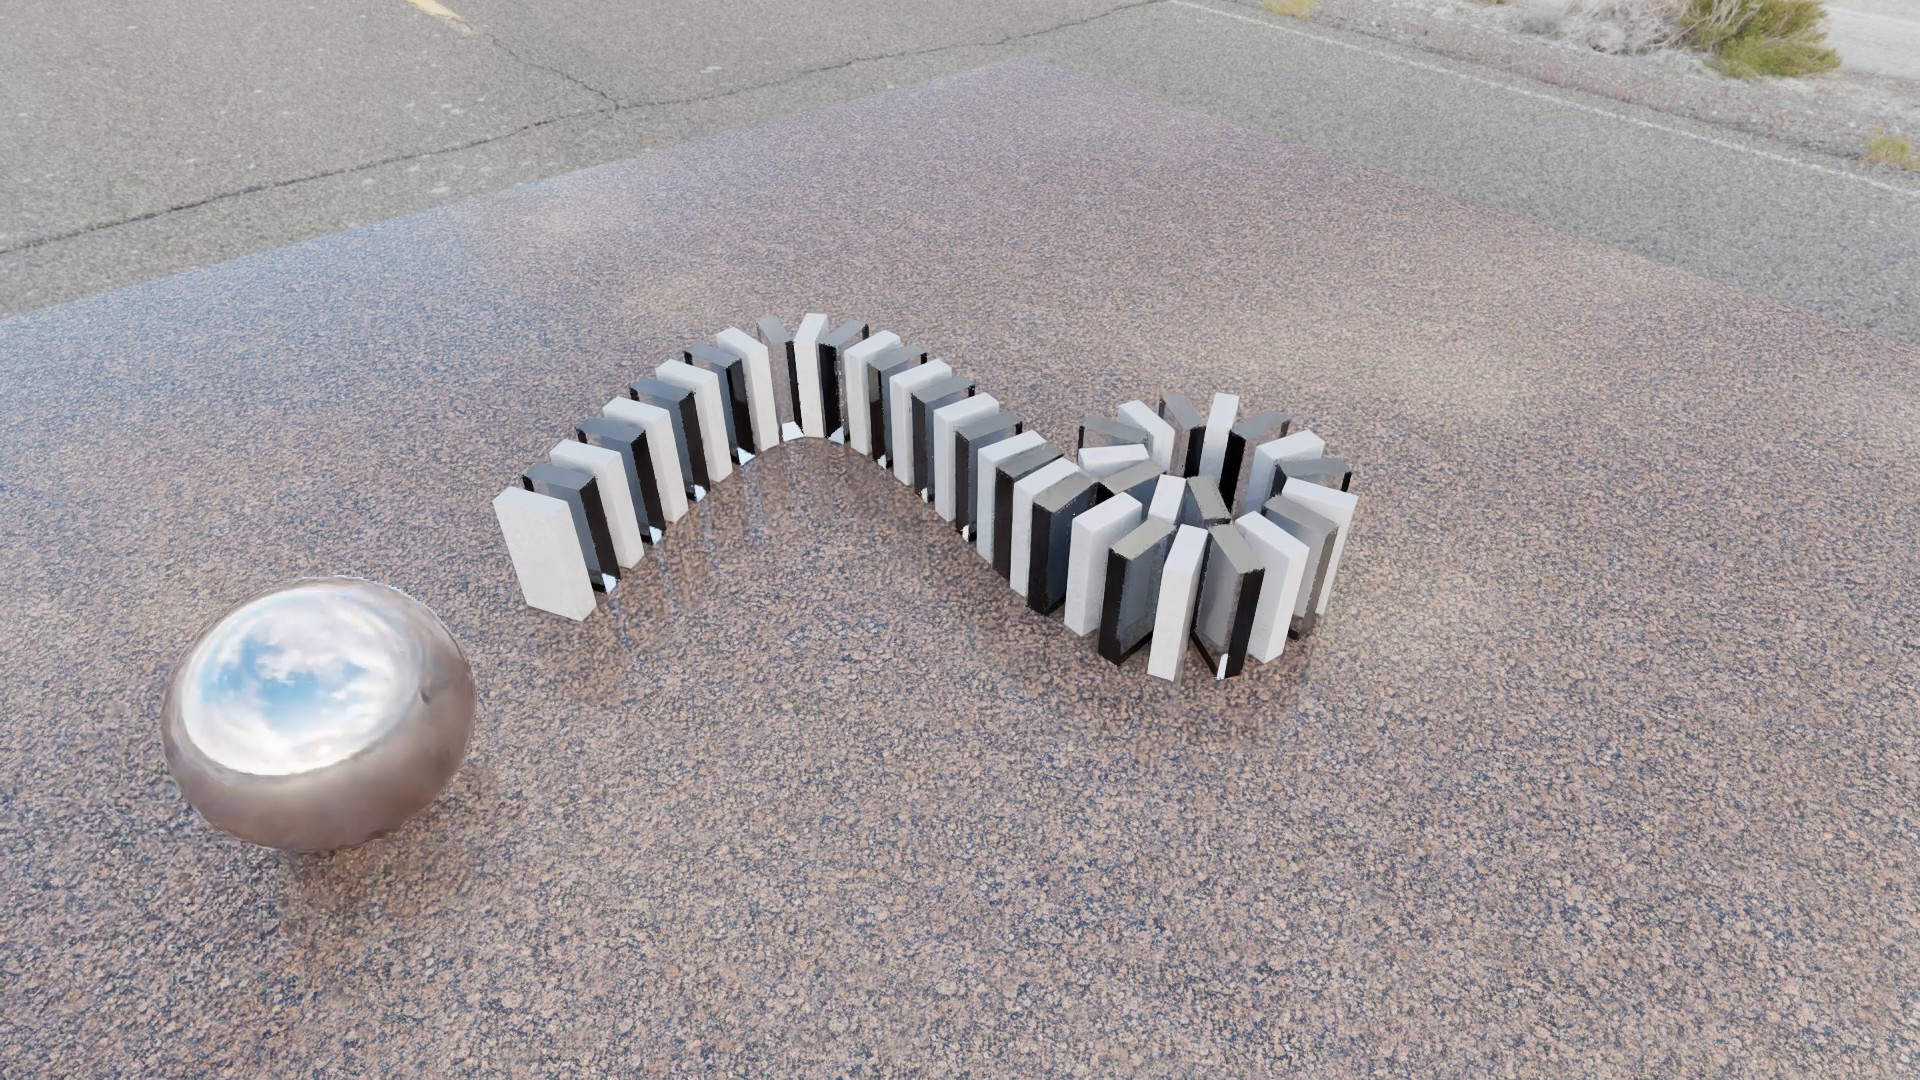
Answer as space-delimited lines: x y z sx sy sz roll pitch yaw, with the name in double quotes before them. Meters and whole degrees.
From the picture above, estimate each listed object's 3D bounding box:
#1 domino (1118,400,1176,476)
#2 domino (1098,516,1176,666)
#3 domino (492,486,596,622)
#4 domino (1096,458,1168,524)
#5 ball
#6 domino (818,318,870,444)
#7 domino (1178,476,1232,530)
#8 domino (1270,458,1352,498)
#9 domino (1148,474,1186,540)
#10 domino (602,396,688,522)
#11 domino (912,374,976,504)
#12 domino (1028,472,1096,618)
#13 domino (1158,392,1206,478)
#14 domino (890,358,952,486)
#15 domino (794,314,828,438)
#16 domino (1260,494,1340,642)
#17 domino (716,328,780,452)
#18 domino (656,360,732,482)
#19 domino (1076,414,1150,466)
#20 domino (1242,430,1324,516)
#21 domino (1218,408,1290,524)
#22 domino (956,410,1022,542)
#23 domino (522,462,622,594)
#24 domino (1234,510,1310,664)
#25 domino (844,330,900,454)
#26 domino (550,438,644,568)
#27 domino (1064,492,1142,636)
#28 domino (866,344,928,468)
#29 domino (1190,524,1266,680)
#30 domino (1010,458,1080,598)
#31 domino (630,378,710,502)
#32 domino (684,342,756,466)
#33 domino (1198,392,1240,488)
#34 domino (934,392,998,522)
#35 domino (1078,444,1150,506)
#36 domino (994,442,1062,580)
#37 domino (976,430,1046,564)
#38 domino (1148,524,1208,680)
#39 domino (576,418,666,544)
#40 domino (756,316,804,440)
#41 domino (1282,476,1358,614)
"domino" 0.073 -0.029 0.446 0.009 0.050 0.025 -18 43 -20
"domino" 0.062 0.018 0.389 0.009 0.050 0.025 32 49 33
"domino" -0.152 0.006 0.405 0.025 0.050 0.009 14 41 16
"domino" 0.063 -0.004 0.416 0.025 0.050 0.009 -24 45 -26
"ball" -0.187 0.051 0.326 0.080 0.080 0.080 0 39 0
"domino" -0.051 -0.072 0.499 0.009 0.050 0.025 20 43 22
"domino" 0.088 0.004 0.407 0.010 0.050 0.025 -4 39 -4
"domino" 0.131 -0.008 0.421 0.025 0.050 0.009 -5 40 -6
"domino" 0.074 0.004 0.407 0.010 0.050 0.025 12 41 14
"domino" -0.128 -0.033 0.451 0.025 0.050 0.010 16 42 19
"domino" -0.007 -0.042 0.463 0.025 0.050 0.010 -25 45 -27
"domino" 0.038 0.002 0.409 0.009 0.050 0.025 30 48 31
"domino" 0.088 -0.032 0.450 0.009 0.050 0.025 -8 40 -9
"domino" -0.016 -0.050 0.473 0.025 0.050 0.010 -26 46 -28
"domino" -0.066 -0.075 0.503 0.009 0.050 0.025 5 40 6
"domino" 0.119 0.011 0.399 0.025 0.050 0.009 32 49 33
"domino" -0.095 -0.067 0.494 0.009 0.050 0.025 -31 49 -32
"domino" -0.114 -0.051 0.474 0.025 0.050 0.010 19 43 22
"domino" 0.060 -0.024 0.440 0.025 0.050 0.010 20 43 23
"domino" 0.125 -0.017 0.432 0.025 0.050 0.009 -18 43 -21
"domino" 0.117 -0.026 0.443 0.025 0.050 0.009 -27 47 -29
"domino" 0.011 -0.025 0.442 0.025 0.050 0.010 -22 44 -24
"domino" -0.146 -0.004 0.416 0.025 0.050 0.009 13 41 16
"domino" 0.106 0.017 0.390 0.009 0.050 0.025 -24 45 -26
"domino" -0.038 -0.066 0.492 0.010 0.050 0.025 29 47 31
"domino" -0.141 -0.014 0.428 0.025 0.050 0.009 14 41 16
"domino" 0.052 0.009 0.400 0.025 0.050 0.009 -28 47 -29
"domino" -0.027 -0.058 0.483 0.025 0.050 0.009 -29 47 -31
"domino" 0.092 0.022 0.385 0.009 0.050 0.025 -9 40 -11
"domino" 0.032 -0.004 0.417 0.025 0.050 0.009 -30 48 -31
"domino" -0.121 -0.042 0.463 0.025 0.050 0.009 17 42 20
"domino" -0.106 -0.060 0.484 0.025 0.050 0.010 24 45 26
"domino" 0.104 -0.032 0.451 0.010 0.050 0.025 12 41 14
"domino" 0.003 -0.034 0.453 0.025 0.050 0.009 -23 45 -25
"domino" 0.058 -0.013 0.427 0.025 0.050 0.009 -5 40 -6
"domino" 0.026 -0.011 0.424 0.025 0.050 0.010 -27 46 -29
"domino" 0.020 -0.016 0.432 0.025 0.050 0.009 -22 44 -24
"domino" 0.076 0.022 0.384 0.010 0.050 0.025 15 42 17
"domino" -0.135 -0.023 0.440 0.025 0.050 0.009 14 41 17
"domino" -0.082 -0.073 0.501 0.009 0.050 0.025 -16 42 -19
"domino" 0.129 0.003 0.408 0.025 0.050 0.009 18 43 21
